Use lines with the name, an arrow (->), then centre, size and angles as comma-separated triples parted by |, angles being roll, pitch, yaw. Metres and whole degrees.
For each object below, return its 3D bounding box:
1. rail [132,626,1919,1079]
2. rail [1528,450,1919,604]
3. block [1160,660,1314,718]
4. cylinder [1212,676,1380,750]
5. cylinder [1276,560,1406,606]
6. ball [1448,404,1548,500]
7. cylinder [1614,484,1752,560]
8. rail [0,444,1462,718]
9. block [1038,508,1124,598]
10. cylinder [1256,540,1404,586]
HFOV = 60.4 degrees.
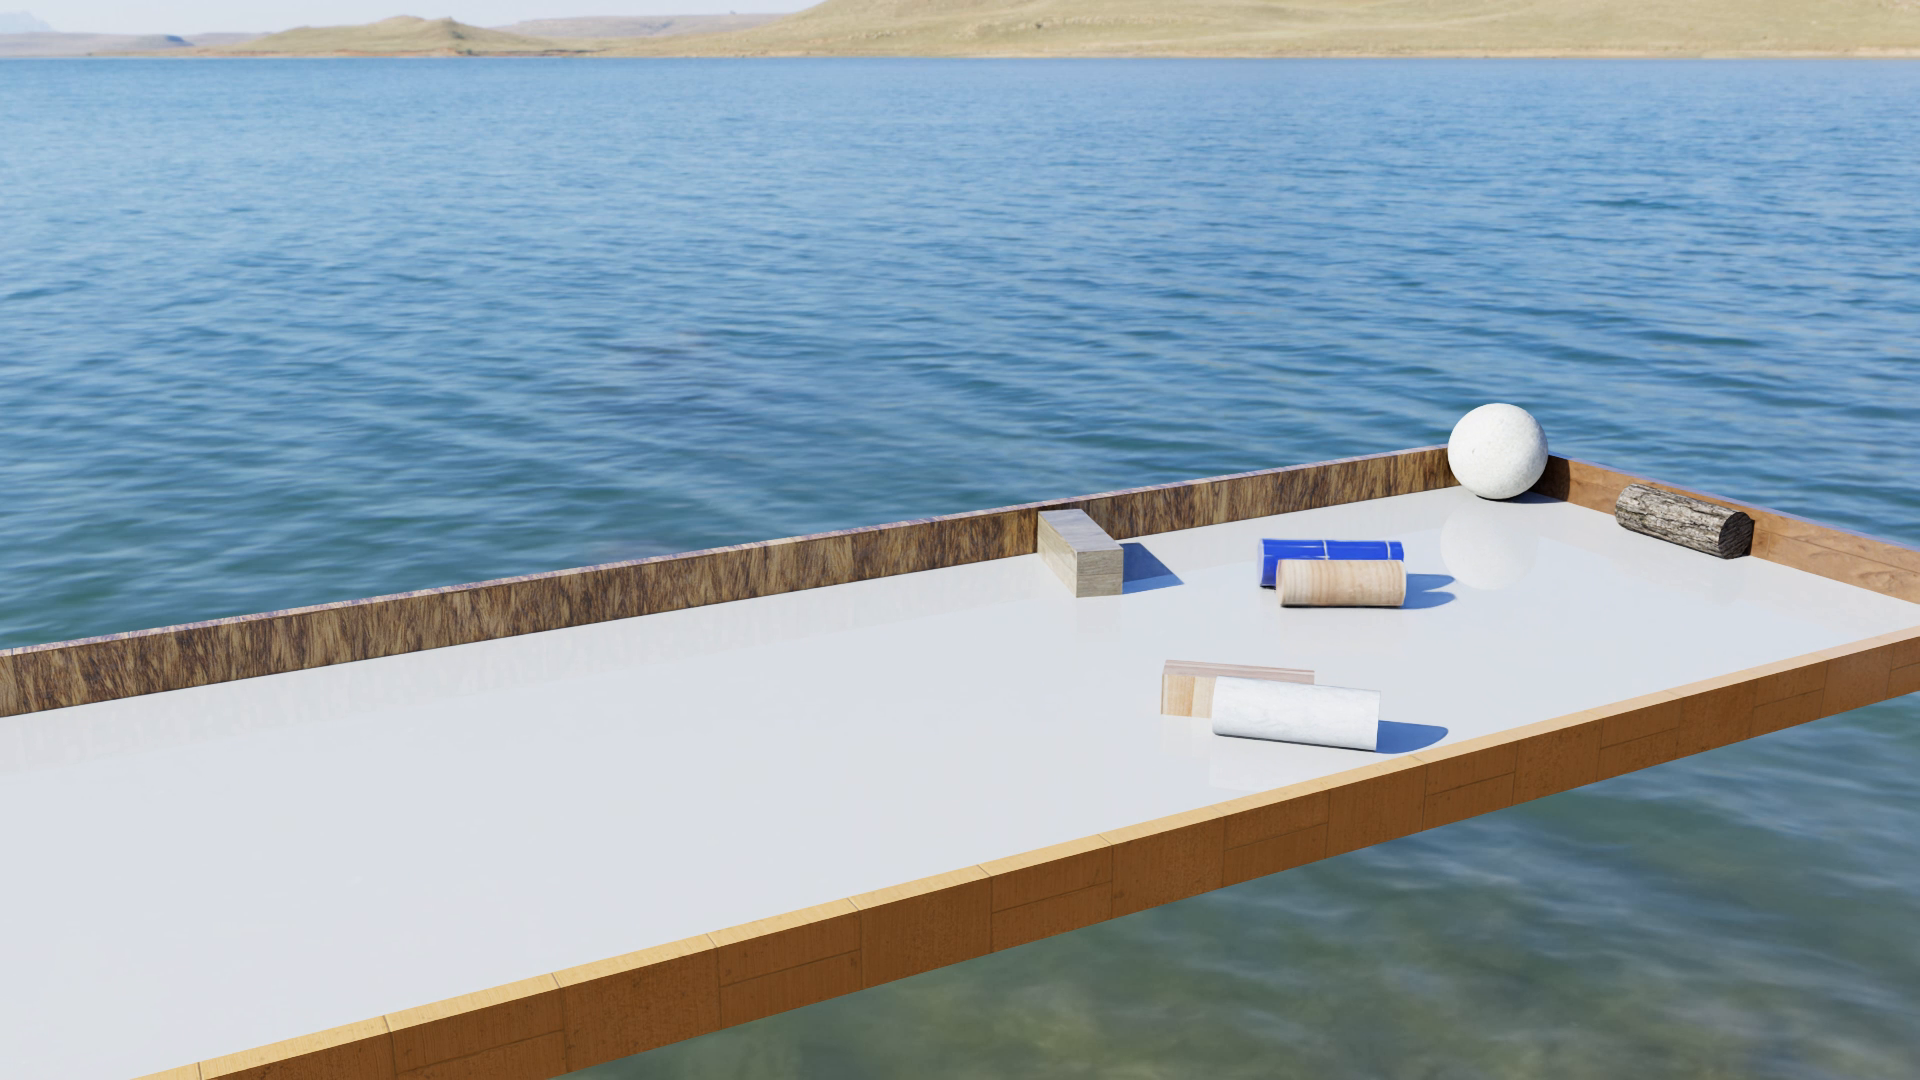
rail -> -2.336, 1.006, 1.665 | 12.000, 0.150, 0.050 | -9, 18, -27
rail -> 2.466, -0.048, 5.253 | 0.050, 0.150, 2.100 | -9, 18, -27
block -> 0.662, 0.364, 3.935 | 0.353, 0.103, 0.103 | 3, 17, 12
cylinder -> 0.769, 0.394, 3.774 | 0.366, 0.135, 0.135 | 5, 17, 15
cylinder -> 1.084, 0.122, 4.706 | 0.342, 0.132, 0.132 | 0, 16, 2
ball -> 1.897, -0.313, 5.820 | 0.339, 0.339, 0.339 | 0, 16, 0
cylinder -> 2.319, -0.064, 5.300 | 0.154, 0.154, 0.399 | -8, 18, -26
rail -> -3.305, 0.497, 3.399 | 12.000, 0.150, 0.050 | -9, 18, -27
block -> 0.359, 0.035, 4.988 | 0.139, 0.139, 0.450 | -3, 17, -11
cylinder -> 1.090, 0.071, 4.866 | 0.407, 0.139, 0.139 | 1, 16, 4
